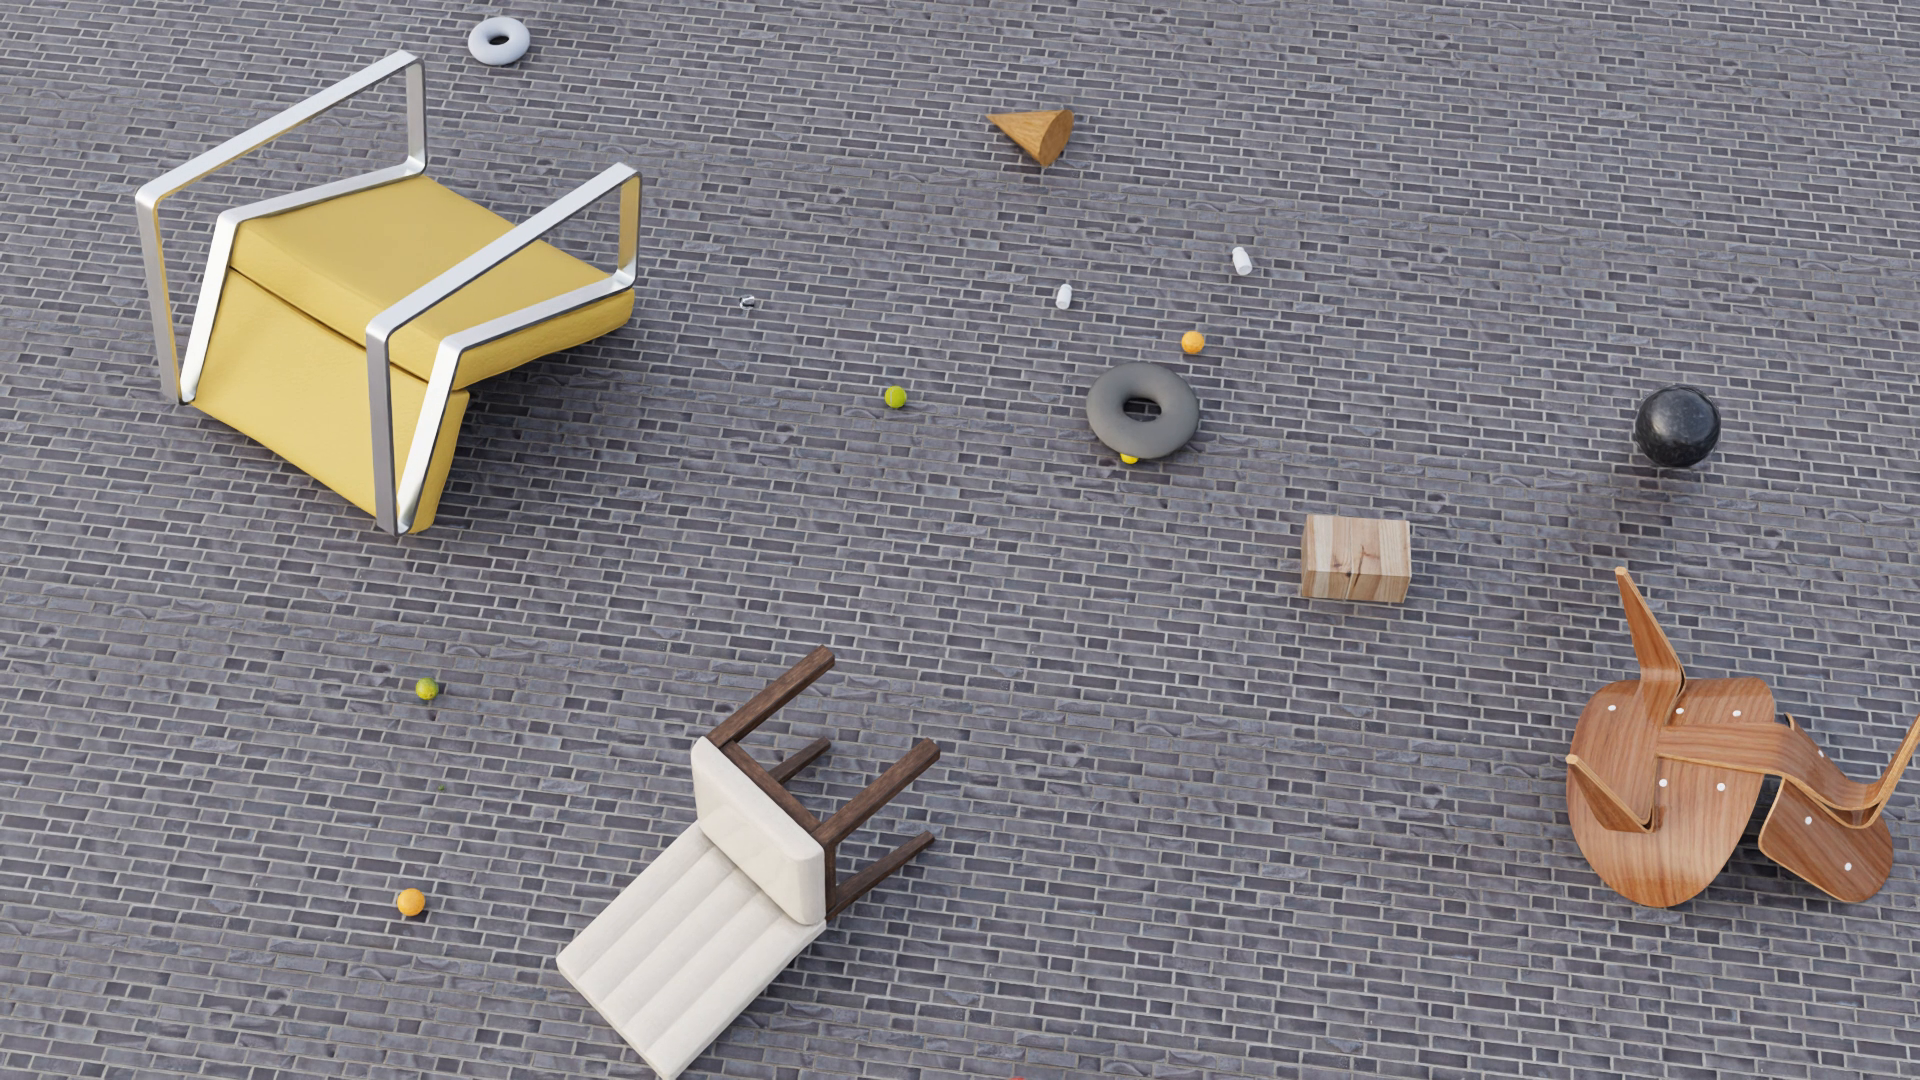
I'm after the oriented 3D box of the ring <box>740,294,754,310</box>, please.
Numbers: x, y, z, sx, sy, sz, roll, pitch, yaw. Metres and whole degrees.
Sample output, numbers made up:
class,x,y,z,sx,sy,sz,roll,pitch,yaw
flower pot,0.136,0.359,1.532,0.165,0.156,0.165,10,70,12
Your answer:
class,x,y,z,sx,sy,sz,roll,pitch,yaw
ring,-0.683,-0.764,7.056,0.039,0.055,0.049,-8,71,-21

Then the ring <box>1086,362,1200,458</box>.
class,x,y,z,sx,sy,sz,roll,pitch,yaw
ring,0.563,-0.402,6.776,0.343,0.097,0.381,-19,53,-12

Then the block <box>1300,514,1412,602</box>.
class,x,y,z,sx,sy,sz,roll,pitch,yaw
block,1.160,0.055,6.452,0.298,0.141,0.195,4,56,2

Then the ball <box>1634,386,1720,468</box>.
class,x,y,z,sx,sy,sz,roll,pitch,yaw
ball,2.170,-0.341,6.653,0.248,0.248,0.248,0,56,0

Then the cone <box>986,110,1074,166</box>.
class,x,y,z,sx,sy,sz,roll,pitch,yaw
cone,0.203,-1.406,7.473,0.308,0.142,0.214,24,75,31

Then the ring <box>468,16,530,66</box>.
class,x,y,z,sx,sy,sz,roll,pitch,yaw
ring,-1.615,-1.749,7.709,0.217,0.066,0.217,-22,58,-13
